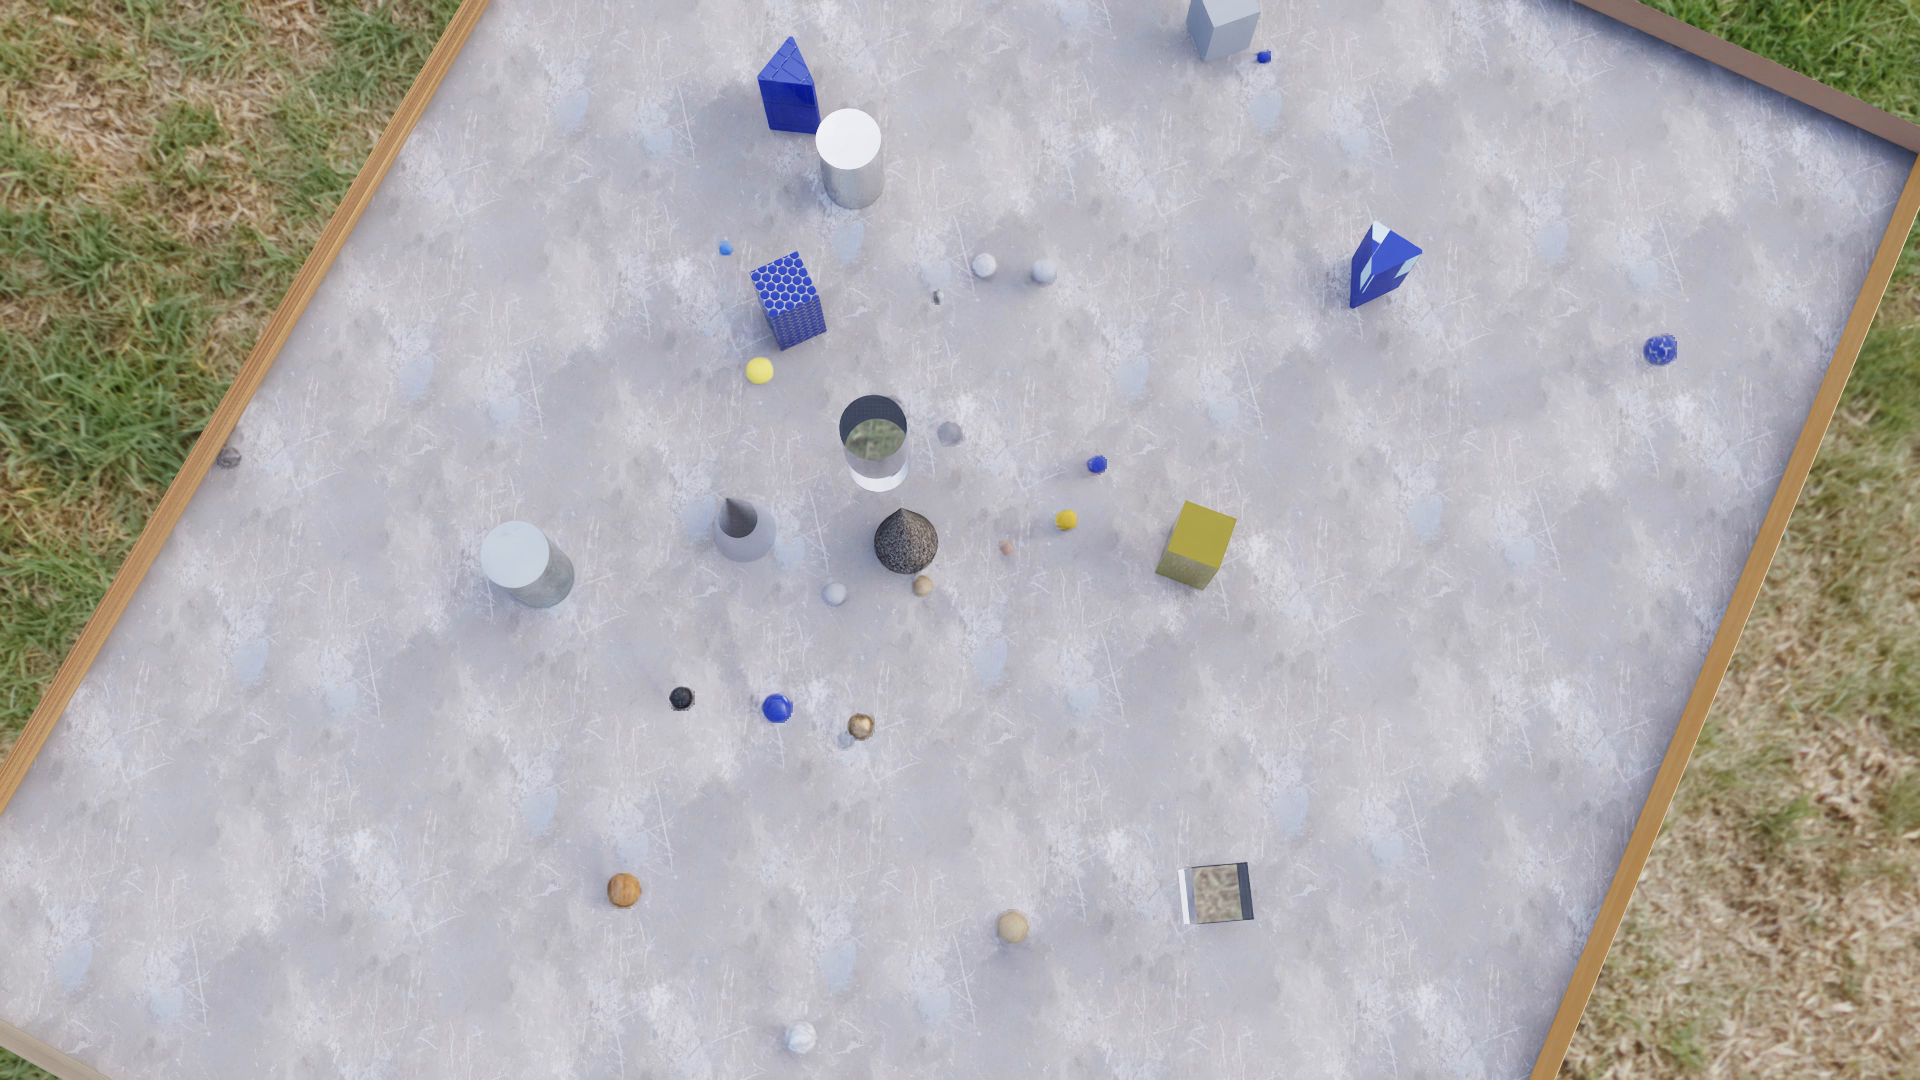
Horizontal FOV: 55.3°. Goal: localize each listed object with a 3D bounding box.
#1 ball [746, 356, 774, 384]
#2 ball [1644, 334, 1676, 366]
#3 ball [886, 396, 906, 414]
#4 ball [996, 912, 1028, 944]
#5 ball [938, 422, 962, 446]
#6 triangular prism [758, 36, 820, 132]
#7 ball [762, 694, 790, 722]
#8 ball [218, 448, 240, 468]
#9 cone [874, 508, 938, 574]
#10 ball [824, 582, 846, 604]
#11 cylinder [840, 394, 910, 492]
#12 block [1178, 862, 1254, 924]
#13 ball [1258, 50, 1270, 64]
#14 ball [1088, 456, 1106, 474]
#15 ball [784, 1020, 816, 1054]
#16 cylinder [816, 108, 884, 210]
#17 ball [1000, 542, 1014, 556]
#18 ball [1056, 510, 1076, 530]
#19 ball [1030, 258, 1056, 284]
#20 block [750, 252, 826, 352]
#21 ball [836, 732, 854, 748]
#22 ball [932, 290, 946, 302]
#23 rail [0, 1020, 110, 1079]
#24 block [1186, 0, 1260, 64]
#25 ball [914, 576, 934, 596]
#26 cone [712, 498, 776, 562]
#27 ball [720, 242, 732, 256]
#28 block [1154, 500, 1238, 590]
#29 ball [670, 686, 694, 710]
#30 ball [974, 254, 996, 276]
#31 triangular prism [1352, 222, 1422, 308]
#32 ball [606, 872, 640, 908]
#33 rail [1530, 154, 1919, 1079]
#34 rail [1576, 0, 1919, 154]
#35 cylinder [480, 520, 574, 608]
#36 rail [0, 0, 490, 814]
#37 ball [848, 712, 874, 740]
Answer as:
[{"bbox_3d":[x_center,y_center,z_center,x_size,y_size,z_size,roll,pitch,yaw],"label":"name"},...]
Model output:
[{"bbox_3d":[-0.619,-0.526,5.683,0.083,0.083,0.083,0,78,0],"label":"ball"},{"bbox_3d":[2.173,-0.589,5.690,0.096,0.096,0.096,0,78,0],"label":"ball"},{"bbox_3d":[-0.217,-0.395,5.649,0.097,0.097,0.097,0,78,0],"label":"ball"},{"bbox_3d":[0.154,1.129,5.336,0.092,0.092,0.092,0,78,0],"label":"ball"},{"bbox_3d":[-0.031,-0.328,5.646,0.076,0.076,0.076,0,78,0],"label":"ball"},{"bbox_3d":[-0.520,-1.423,5.728,0.170,0.358,0.148,6,78,1],"label":"triangular prism"},{"bbox_3d":[-0.548,0.501,5.469,0.086,0.086,0.086,0,78,0],"label":"ball"},{"bbox_3d":[-2.246,-0.252,5.636,0.064,0.064,0.064,0,78,0],"label":"ball"},{"bbox_3d":[-0.165,-0.041,5.375,0.197,0.490,0.197,0,78,0],"label":"cone"},{"bbox_3d":[-0.378,0.160,5.547,0.071,0.071,0.071,0,78,0],"label":"ball"},{"bbox_3d":[-0.250,-0.285,5.475,0.197,0.393,0.197,0,78,0],"label":"cylinder"},{"bbox_3d":[0.730,1.013,5.245,0.157,0.316,0.157,-5,78,-1],"label":"block"},{"bbox_3d":[0.980,-1.560,5.919,0.041,0.041,0.041,0,78,0],"label":"ball"},{"bbox_3d":[0.420,-0.232,5.637,0.053,0.053,0.053,0,78,0],"label":"ball"},{"bbox_3d":[-0.459,1.430,5.274,0.091,0.091,0.091,0,78,0],"label":"ball"},{"bbox_3d":[-0.338,-1.181,5.698,0.197,0.319,0.197,0,78,0],"label":"cylinder"},{"bbox_3d":[0.144,0.027,5.589,0.043,0.043,0.043,0,78,0],"label":"ball"},{"bbox_3d":[0.322,-0.061,5.597,0.063,0.063,0.063,0,78,0],"label":"ball"},{"bbox_3d":[0.261,-0.842,5.750,0.080,0.080,0.080,0,78,0],"label":"ball"},{"bbox_3d":[-0.522,-0.726,5.600,0.157,0.326,0.157,-25,79,-5],"label":"block"},{"bbox_3d":[-0.343,0.598,5.467,0.049,0.049,0.049,0,78,0],"label":"ball"},{"bbox_3d":[-0.065,-0.765,5.754,0.041,0.041,0.041,0,78,0],"label":"ball"},{"bbox_3d":[-1.121,2.202,5.095,4.401,0.128,0.045,26,80,5],"label":"rail"},{"bbox_3d":[0.836,-1.667,5.837,0.157,0.244,0.157,-20,79,-4],"label":"block"},{"bbox_3d":[-0.111,0.139,5.556,0.062,0.062,0.062,0,78,0],"label":"ball"},{"bbox_3d":[-0.661,-0.074,5.400,0.197,0.455,0.197,0,78,0],"label":"cone"},{"bbox_3d":[-0.738,-0.917,5.785,0.041,0.041,0.041,0,78,0],"label":"ball"},{"bbox_3d":[0.696,0.020,5.434,0.157,0.350,0.157,20,79,4],"label":"block"},{"bbox_3d":[-0.833,0.473,5.482,0.071,0.071,0.071,0,78,0],"label":"ball"},{"bbox_3d":[0.079,-0.864,5.758,0.072,0.072,0.072,0,78,0],"label":"ball"},{"bbox_3d":[1.276,-0.862,5.640,0.170,0.304,0.148,-25,79,-5],"label":"triangular prism"},{"bbox_3d":[-0.983,1.023,5.355,0.098,0.098,0.098,0,78,0],"label":"ball"},{"bbox_3d":[1.947,0.960,5.352,0.045,0.128,5.060,26,80,5],"label":"rail"},{"bbox_3d":[1.121,-2.188,6.003,4.401,0.128,0.045,26,80,5],"label":"rail"},{"bbox_3d":[-1.274,0.076,5.420,0.197,0.353,0.197,0,78,0],"label":"cylinder"},{"bbox_3d":[-1.947,-0.947,5.746,0.045,0.128,5.060,26,80,5],"label":"rail"},{"bbox_3d":[-0.297,0.554,5.462,0.077,0.077,0.077,0,78,0],"label":"ball"}]
